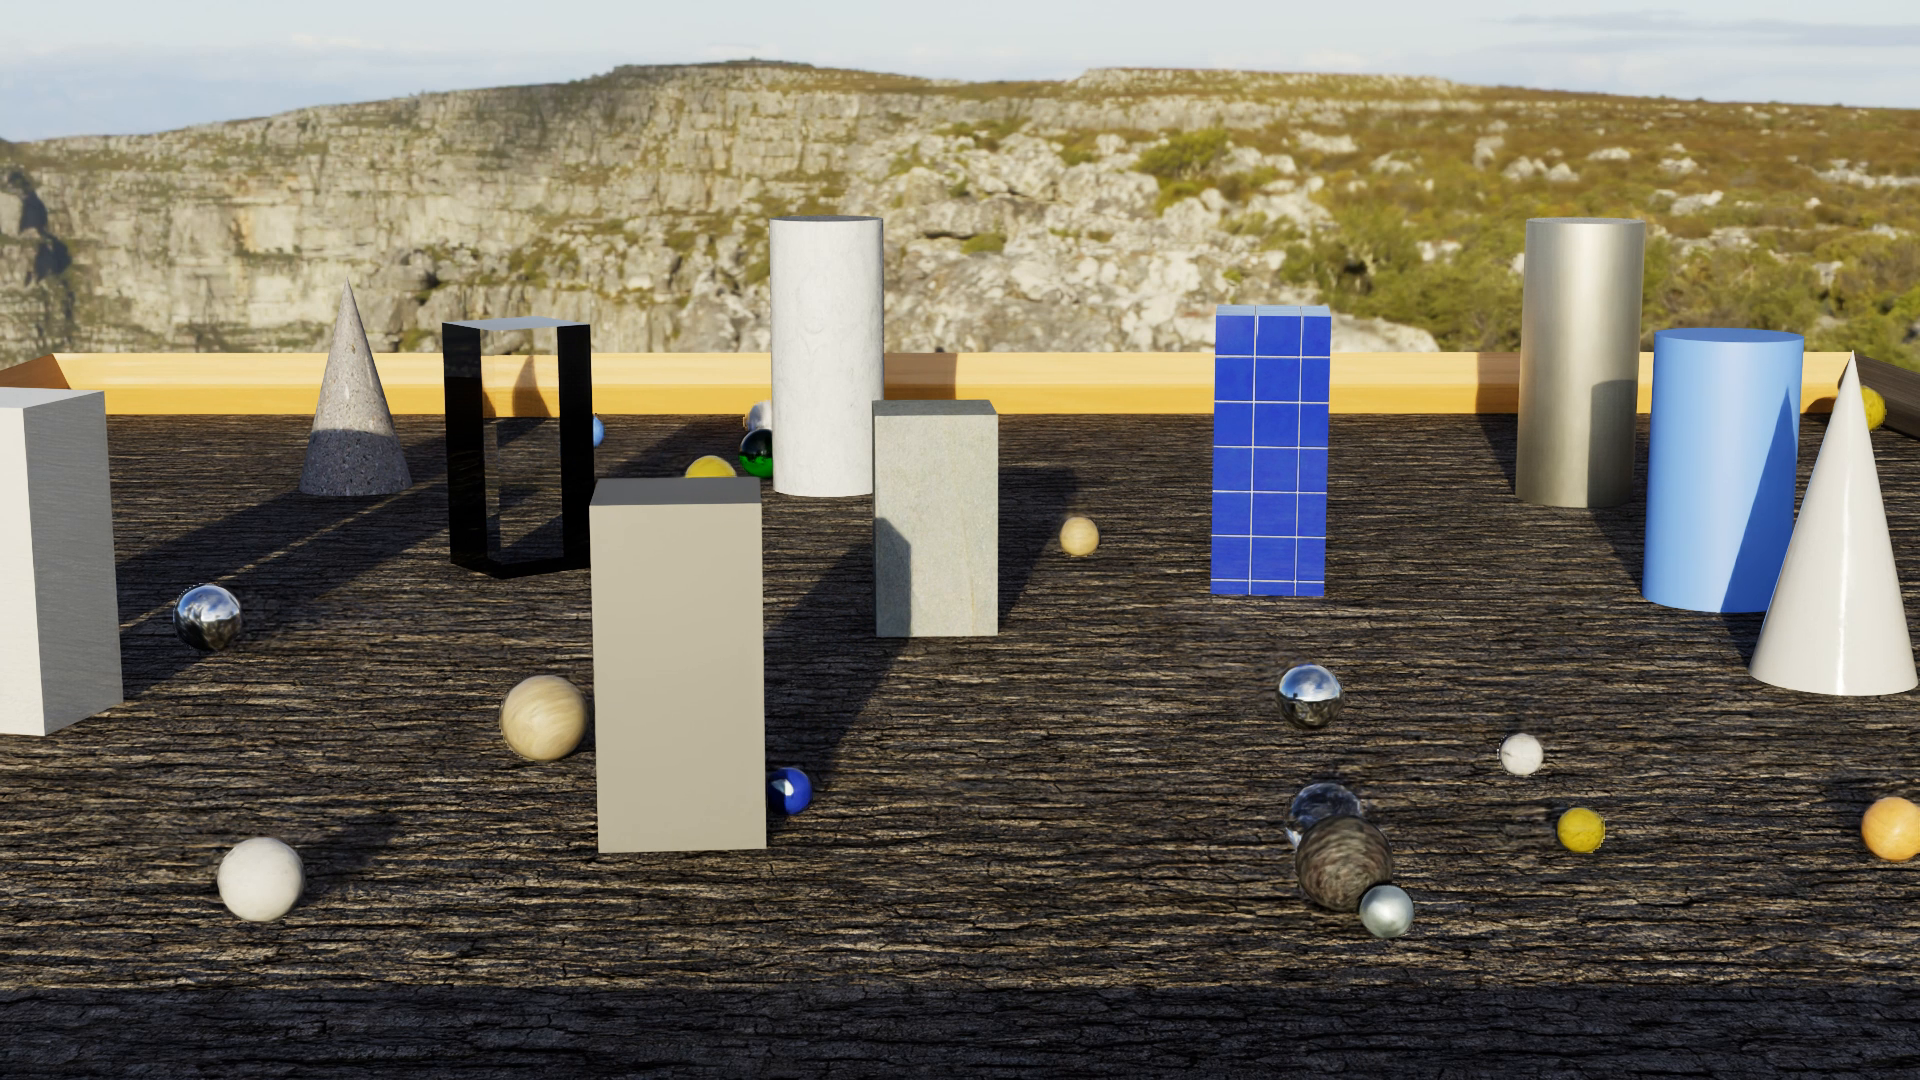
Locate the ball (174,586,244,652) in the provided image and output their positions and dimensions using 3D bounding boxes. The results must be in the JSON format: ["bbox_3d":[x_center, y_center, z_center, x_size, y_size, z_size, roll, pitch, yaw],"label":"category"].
[{"bbox_3d":[-0.944,0.098,3.223,0.083,0.083,0.083,0,11,0],"label":"ball"}]

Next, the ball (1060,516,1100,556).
[{"bbox_3d":[0.179,-0.005,3.842,0.060,0.060,0.060,0,11,0],"label":"ball"}]

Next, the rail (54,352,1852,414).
[{"bbox_3d":[-0.011,-0.326,5.385,3.789,0.127,0.045,0,11,0],"label":"rail"}]

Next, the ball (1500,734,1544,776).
[{"bbox_3d":[0.582,0.223,2.659,0.044,0.044,0.044,0,11,0],"label":"ball"}]

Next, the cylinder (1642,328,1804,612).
[{"bbox_3d":[1.044,-0.099,3.515,0.195,0.364,0.195,0,11,0],"label":"cylinder"}]

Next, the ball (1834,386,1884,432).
[{"bbox_3d":[1.791,-0.260,5.113,0.098,0.098,0.098,0,11,0],"label":"ball"}]

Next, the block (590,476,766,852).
[{"bbox_3d":[-0.267,0.115,2.453,0.156,0.329,0.156,-1,11,-5],"label":"block"}]

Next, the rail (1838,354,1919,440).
[{"bbox_3d":[1.871,0.031,3.460,0.045,0.127,3.986,0,11,0],"label":"rail"}]

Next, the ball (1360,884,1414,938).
[{"bbox_3d":[0.360,0.313,2.166,0.045,0.045,0.045,0,11,0],"label":"ball"}]

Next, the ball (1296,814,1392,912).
[{"bbox_3d":[0.334,0.281,2.234,0.084,0.084,0.084,0,11,0],"label":"ball"}]

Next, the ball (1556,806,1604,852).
[{"bbox_3d":[0.580,0.271,2.400,0.043,0.043,0.043,0,11,0],"label":"ball"}]

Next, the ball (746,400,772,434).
[{"bbox_3d":[-0.370,-0.227,4.963,0.087,0.087,0.087,0,11,0],"label":"ball"}]

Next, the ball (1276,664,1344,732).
[{"bbox_3d":[0.386,0.174,2.837,0.074,0.074,0.074,0,11,0],"label":"ball"}]

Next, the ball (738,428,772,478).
[{"bbox_3d":[-0.349,-0.154,4.566,0.089,0.089,0.089,0,11,0],"label":"ball"}]

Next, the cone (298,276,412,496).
[{"bbox_3d":[-1.055,-0.275,4.446,0.195,0.370,0.195,0,11,0],"label":"cone"}]

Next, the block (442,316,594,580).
[{"bbox_3d":[-0.643,-0.139,3.748,0.156,0.357,0.156,-8,13,-38],"label":"block"}]

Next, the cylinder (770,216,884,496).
[{"bbox_3d":[-0.229,-0.321,4.430,0.195,0.466,0.195,0,11,0],"label":"cylinder"}]

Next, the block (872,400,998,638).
[{"bbox_3d":[-0.034,-0.031,3.360,0.156,0.287,0.156,-1,11,-3],"label":"block"}]

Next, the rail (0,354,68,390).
[{"bbox_3d":[-1.871,0.035,3.438,0.045,0.127,3.986,0,11,0],"label":"rail"}]

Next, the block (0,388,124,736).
[{"bbox_3d":[-1.062,0.020,2.879,0.156,0.363,0.156,3,11,14],"label":"block"}]

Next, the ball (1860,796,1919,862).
[{"bbox_3d":[0.865,0.267,2.375,0.059,0.059,0.059,0,11,0],"label":"ball"}]

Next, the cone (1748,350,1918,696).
[{"bbox_3d":[1.052,-0.030,3.059,0.195,0.395,0.195,0,11,0],"label":"cone"}]

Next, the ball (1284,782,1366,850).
[{"bbox_3d":[0.337,0.261,2.367,0.075,0.075,0.075,0,11,0],"label":"ball"}]

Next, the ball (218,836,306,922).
[{"bbox_3d":[-0.600,0.292,2.206,0.073,0.073,0.073,0,11,0],"label":"ball"}]

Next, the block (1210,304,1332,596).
[{"bbox_3d":[0.436,-0.128,3.606,0.156,0.389,0.156,1,11,6],"label":"block"}]

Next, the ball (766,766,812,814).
[{"bbox_3d":[-0.169,0.246,2.521,0.047,0.047,0.047,0,11,0],"label":"ball"}]

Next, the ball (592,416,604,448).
[{"bbox_3d":[-0.715,-0.206,4.905,0.068,0.068,0.068,0,11,0],"label":"ball"}]

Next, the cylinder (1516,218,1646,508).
[{"bbox_3d":[1.044,-0.303,4.325,0.195,0.469,0.195,0,11,0],"label":"cylinder"}]

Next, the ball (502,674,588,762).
[{"bbox_3d":[-0.439,0.188,2.713,0.092,0.092,0.092,0,11,0],"label":"ball"}]

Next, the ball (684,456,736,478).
[{"bbox_3d":[-0.413,-0.095,4.247,0.089,0.089,0.089,0,11,0],"label":"ball"}]
